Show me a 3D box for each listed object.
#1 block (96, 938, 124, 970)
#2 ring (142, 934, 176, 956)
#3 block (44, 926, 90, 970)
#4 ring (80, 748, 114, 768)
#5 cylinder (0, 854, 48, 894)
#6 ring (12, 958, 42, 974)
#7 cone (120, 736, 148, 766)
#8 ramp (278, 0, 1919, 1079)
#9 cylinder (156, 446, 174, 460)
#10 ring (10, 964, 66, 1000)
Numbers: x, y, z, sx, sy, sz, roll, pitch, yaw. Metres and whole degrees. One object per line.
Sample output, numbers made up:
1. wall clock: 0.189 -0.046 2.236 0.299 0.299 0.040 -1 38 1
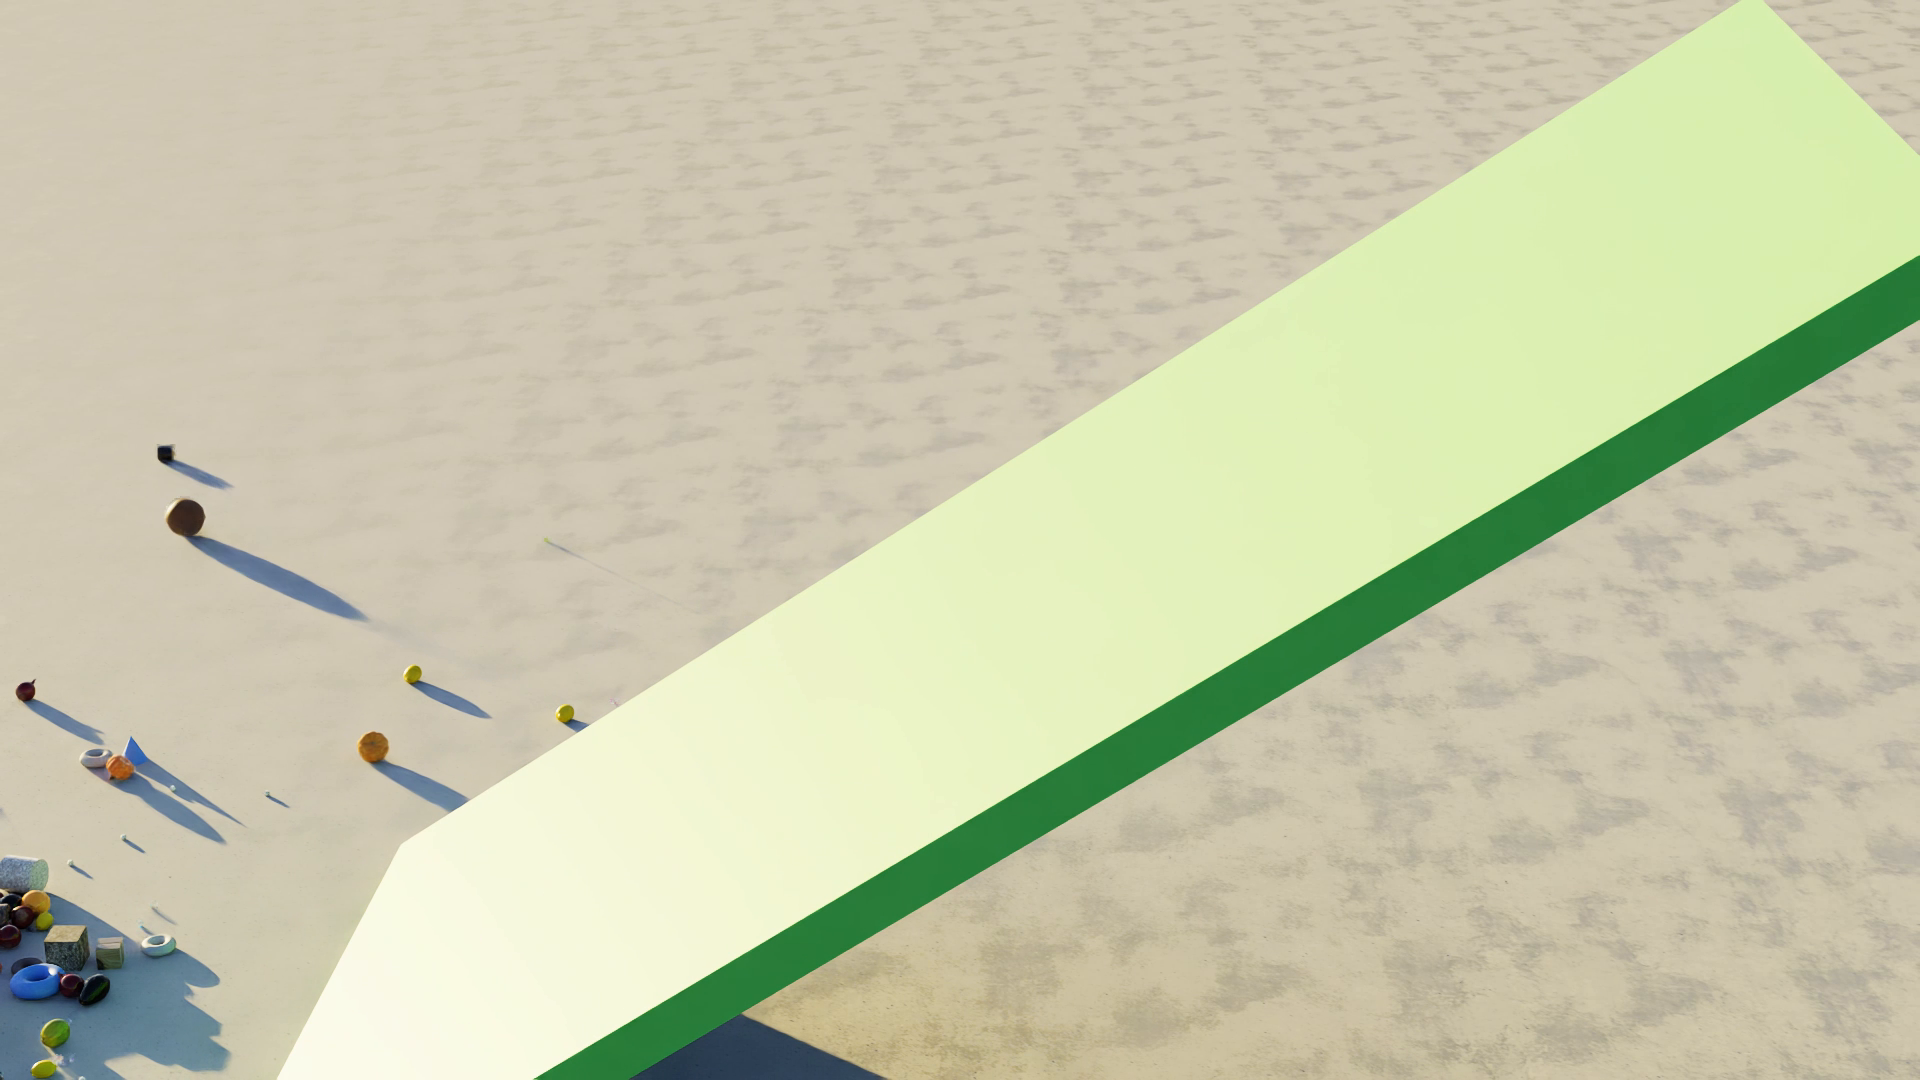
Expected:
1. block: -2.108 1.025 7.293 0.057 0.057 0.057 -3 21 -7
2. ring: -2.005 1.015 7.361 0.086 0.029 0.086 -1 22 1
3. block: -2.214 1.012 7.293 0.082 0.082 0.082 0 21 0
4. ring: -2.459 0.621 8.378 0.094 0.031 0.094 1 20 0
5. cylinder: -2.436 0.870 7.645 0.094 0.094 0.094 6 22 15
6. ring: -2.301 1.056 7.258 0.078 0.026 0.078 1 21 0
7. cone: -2.361 0.593 8.387 0.077 0.077 0.077 0 21 0
8. ramp: 0.137 0.173 6.303 4.000 0.100 2.000 -32 16 15
9. cylinder: -2.910 -0.318 10.778 0.053 0.053 0.053 0 21 -3
10. ring: -2.248 1.078 7.175 0.134 0.045 0.134 -1 20 0
